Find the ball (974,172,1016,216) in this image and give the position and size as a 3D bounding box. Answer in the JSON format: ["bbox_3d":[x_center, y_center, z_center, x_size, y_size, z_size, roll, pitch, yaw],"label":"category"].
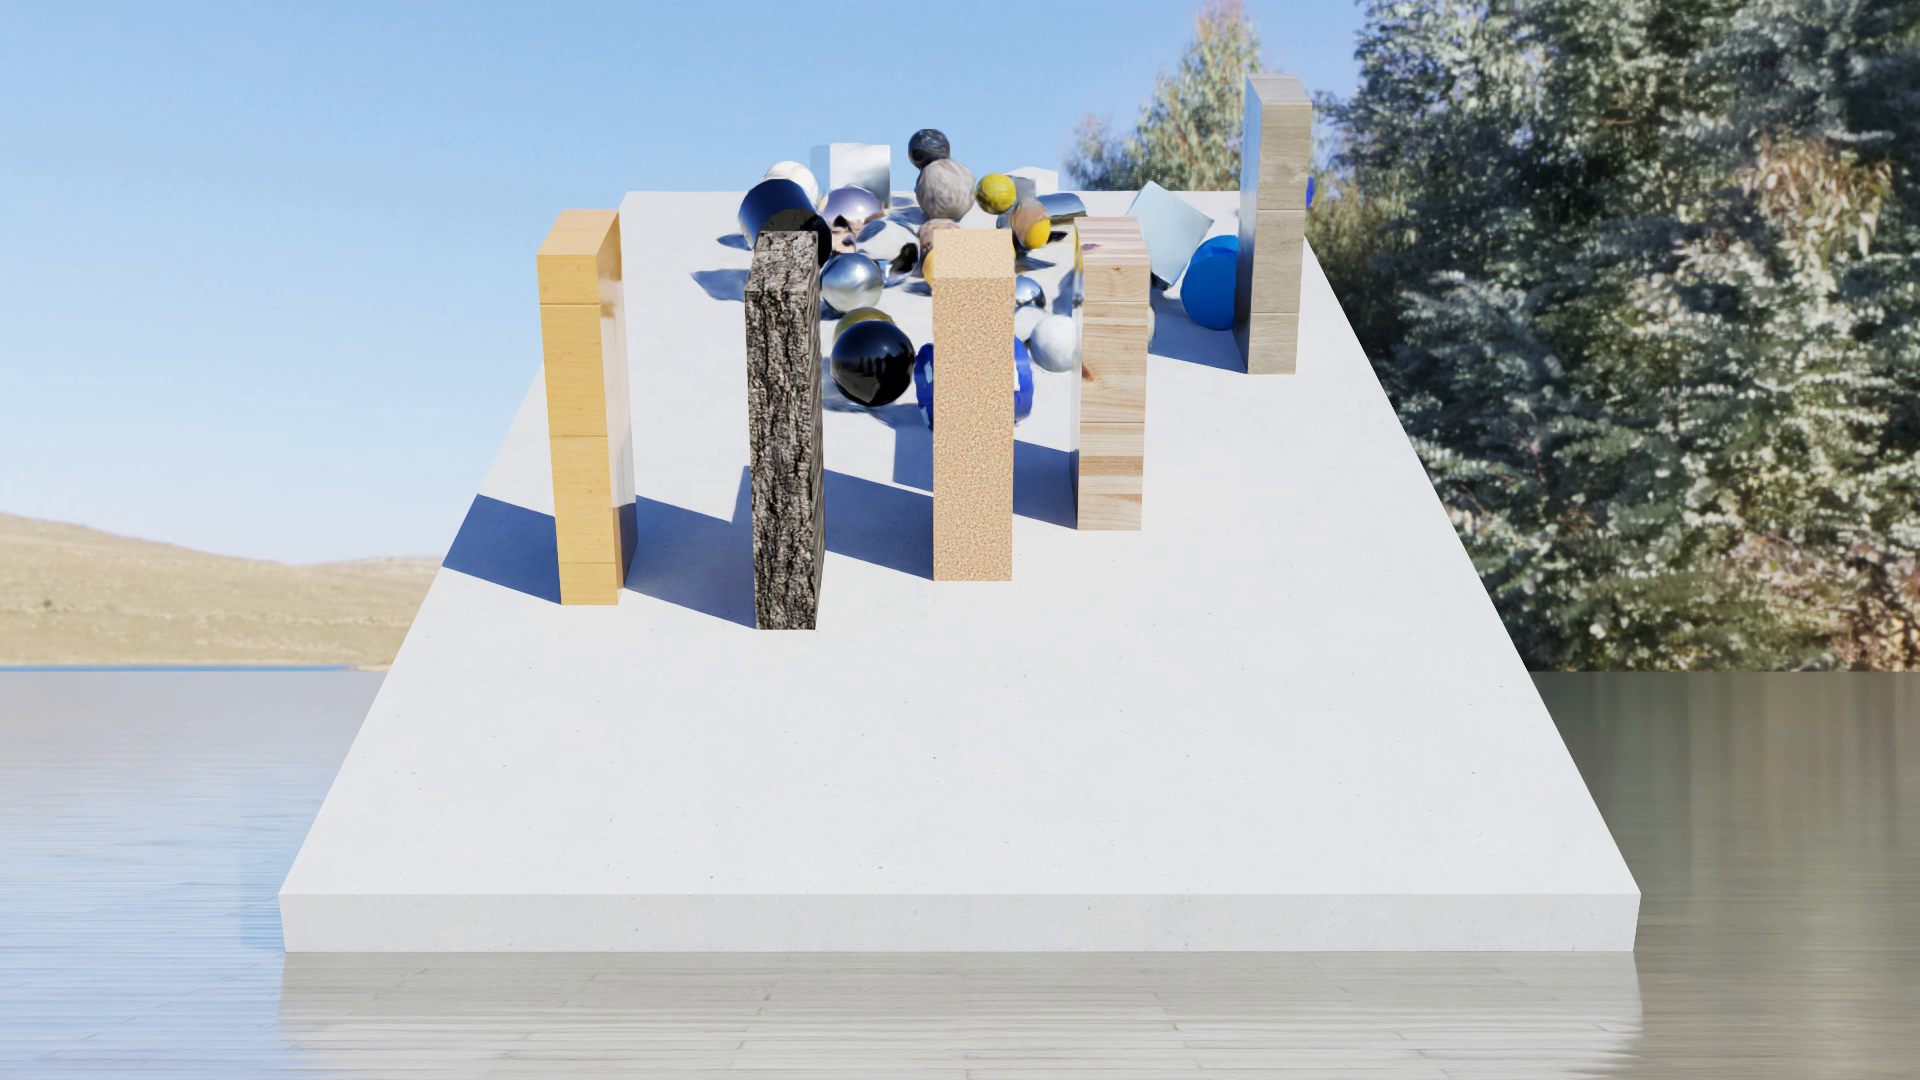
[{"bbox_3d":[0.098,-0.947,6.335,0.115,0.115,0.115,0,-3,0],"label":"ball"}]

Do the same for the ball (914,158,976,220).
[{"bbox_3d":[-0.041,-1.017,6.737,0.180,0.180,0.180,0,-3,0],"label":"ball"}]

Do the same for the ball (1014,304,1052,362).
[{"bbox_3d":[0.167,-0.499,5.589,0.137,0.137,0.137,0,-3,0],"label":"ball"}]

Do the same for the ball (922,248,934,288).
[{"bbox_3d":[-0.033,-0.713,6.091,0.131,0.131,0.131,0,-3,0],"label":"ball"}]

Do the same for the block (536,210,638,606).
[{"bbox_3d":[-0.690,-0.248,4.322,0.105,0.676,0.301,0,23,0],"label":"block"}]

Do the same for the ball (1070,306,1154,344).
[{"bbox_3d":[0.365,-0.519,5.552,0.203,0.203,0.203,0,-3,0],"label":"ball"}]

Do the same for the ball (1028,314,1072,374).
[{"bbox_3d":[0.217,-0.435,5.143,0.129,0.129,0.129,0,-3,0],"label":"ball"}]

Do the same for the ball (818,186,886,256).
[{"bbox_3d":[-0.302,-0.875,6.381,0.199,0.199,0.199,0,-3,0],"label":"ball"}]

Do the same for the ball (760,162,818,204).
[{"bbox_3d":[-0.477,-0.967,6.428,0.167,0.167,0.167,0,-3,0],"label":"ball"}]

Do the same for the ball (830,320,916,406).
[{"bbox_3d":[-0.198,-0.404,5.287,0.200,0.200,0.200,0,-3,0],"label":"ball"}]

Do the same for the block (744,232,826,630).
[{"bbox_3d":[-0.317,-0.205,4.266,0.108,0.643,0.372,0,23,0],"label":"block"}]

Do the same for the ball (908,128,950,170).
[{"bbox_3d":[-0.092,-1.148,6.821,0.129,0.129,0.129,0,-3,0],"label":"ball"}]

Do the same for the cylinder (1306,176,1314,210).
[{"bbox_3d":[0.956,-1.018,6.753,0.113,0.113,0.113,20,8,31],"label":"cylinder"}]

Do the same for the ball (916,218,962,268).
[{"bbox_3d":[-0.054,-0.792,6.249,0.152,0.152,0.152,0,-3,0],"label":"ball"}]

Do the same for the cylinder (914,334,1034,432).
[{"bbox_3d":[0.030,-0.350,5.161,0.201,0.201,0.201,-9,1,-21],"label":"cylinder"}]

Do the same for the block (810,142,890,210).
[{"bbox_3d":[-0.318,-1.045,6.688,0.182,0.182,0.182,-1,5,-21],"label":"block"}]

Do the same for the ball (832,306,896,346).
[{"bbox_3d":[-0.222,-0.471,5.491,0.163,0.163,0.163,0,-3,0],"label":"ball"}]

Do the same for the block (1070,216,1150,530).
[{"bbox_3d":[0.300,-0.342,4.701,0.127,0.553,0.351,0,23,0],"label":"block"}]

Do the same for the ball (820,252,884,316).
[{"bbox_3d":[-0.277,-0.651,5.906,0.164,0.164,0.164,0,-3,0],"label":"ball"}]

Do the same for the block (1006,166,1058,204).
[{"bbox_3d":[0.210,-1.028,6.843,0.116,0.116,0.116,16,28,32],"label":"block"}]

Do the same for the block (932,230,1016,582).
[{"bbox_3d":[0.024,-0.261,4.449,0.149,0.602,0.319,0,23,0],"label":"block"}]

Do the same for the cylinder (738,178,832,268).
[{"bbox_3d":[-0.456,-0.808,6.033,0.204,0.204,0.204,1,30,-20],"label":"cylinder"}]

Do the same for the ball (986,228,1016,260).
[{"bbox_3d":[0.079,-0.763,6.197,0.140,0.140,0.140,0,-3,0],"label":"ball"}]

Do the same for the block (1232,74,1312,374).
[{"bbox_3d":[0.743,-0.756,5.538,0.114,0.652,0.314,0,23,0],"label":"block"}]

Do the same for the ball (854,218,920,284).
[{"bbox_3d":[-0.193,-0.769,6.162,0.178,0.178,0.178,0,-3,0],"label":"ball"}]

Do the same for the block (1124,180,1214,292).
[{"bbox_3d":[0.513,-0.788,6.021,0.197,0.197,0.197,32,0,-2],"label":"block"}]

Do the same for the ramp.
[{"bbox_3d":[-0.008,-0.226,5.255,2.000,0.100,4.000,0,23,0],"label":"ramp"}]

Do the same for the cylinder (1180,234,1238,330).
[{"bbox_3d":[0.668,-0.654,5.878,0.195,0.195,0.195,-1,22,13],"label":"cylinder"}]

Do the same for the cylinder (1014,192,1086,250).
[{"bbox_3d":[0.244,-0.863,6.257,0.141,0.141,0.141,-15,7,-40],"label":"cylinder"}]

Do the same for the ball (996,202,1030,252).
[{"bbox_3d":[0.168,-0.869,6.448,0.138,0.138,0.138,0,-3,0],"label":"ball"}]

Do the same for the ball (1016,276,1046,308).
[{"bbox_3d":[0.154,-0.604,5.847,0.126,0.126,0.126,0,-3,0],"label":"ball"}]
